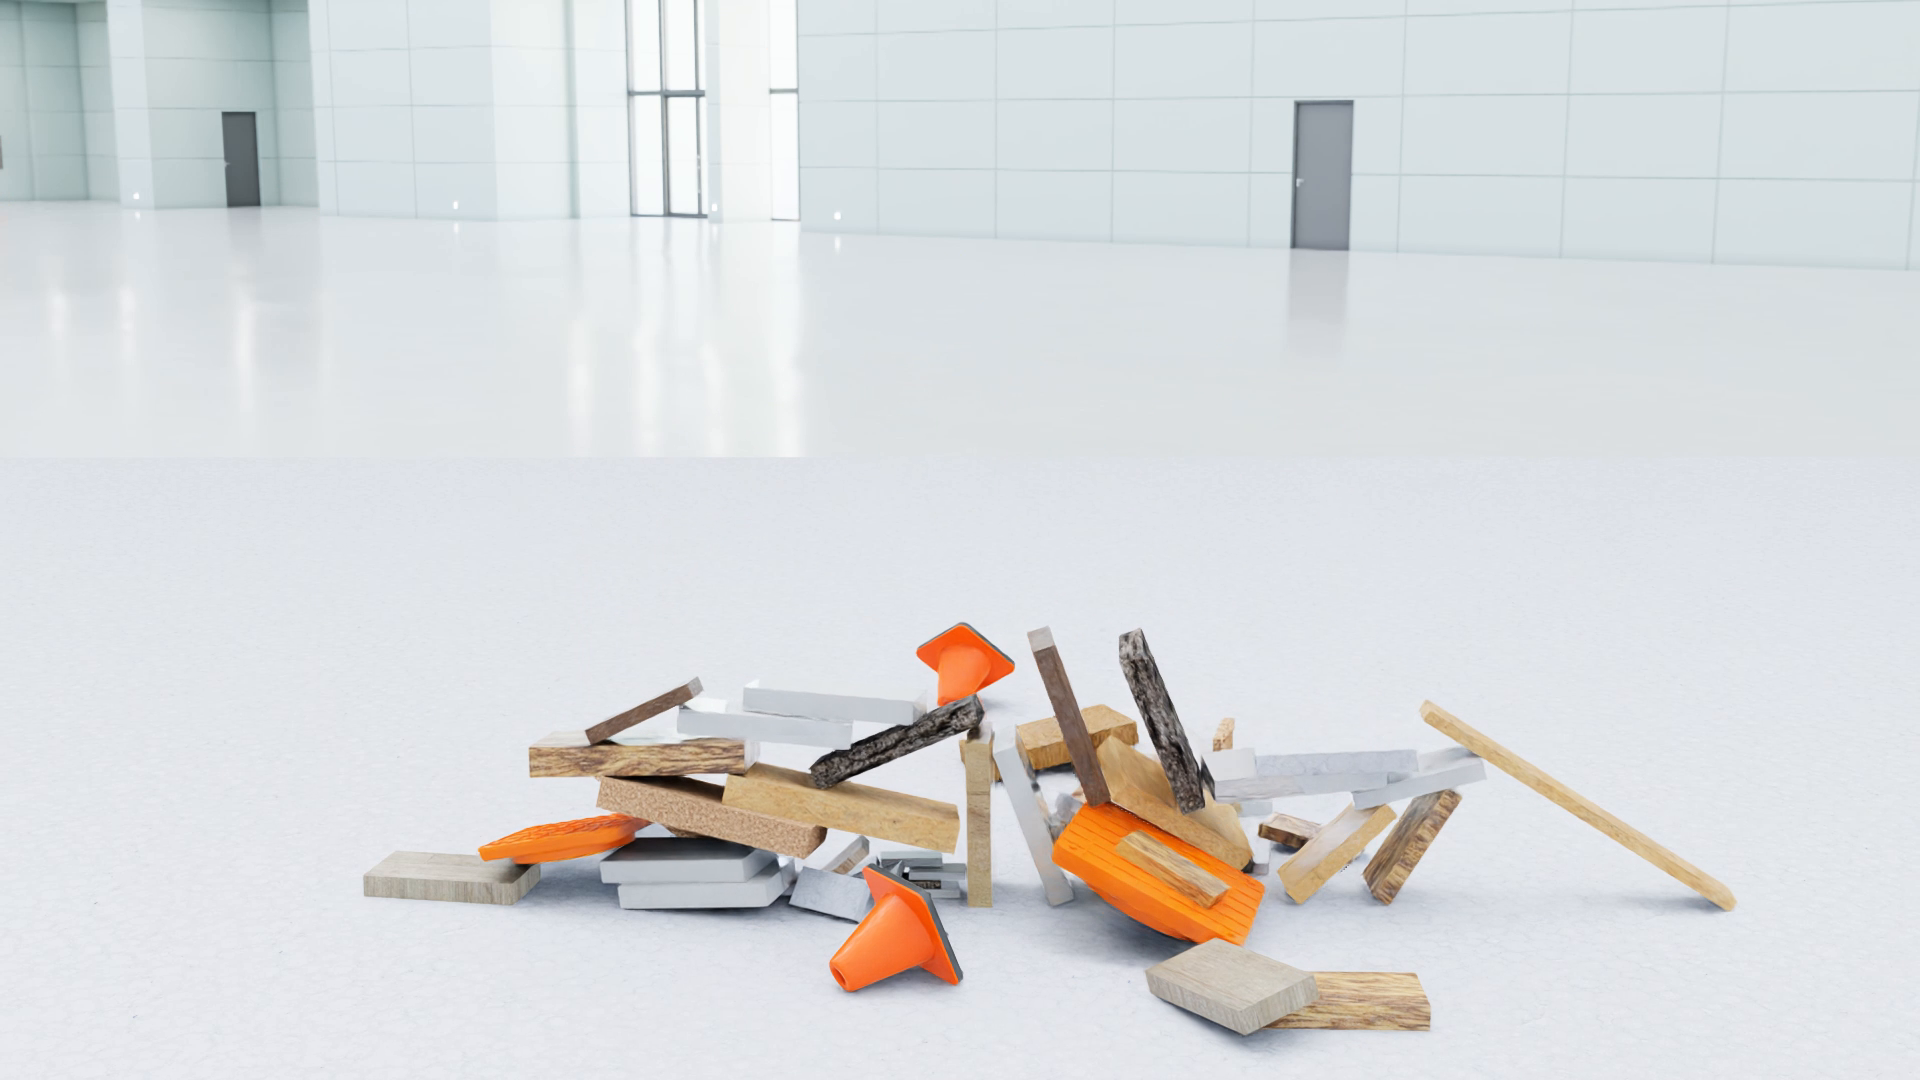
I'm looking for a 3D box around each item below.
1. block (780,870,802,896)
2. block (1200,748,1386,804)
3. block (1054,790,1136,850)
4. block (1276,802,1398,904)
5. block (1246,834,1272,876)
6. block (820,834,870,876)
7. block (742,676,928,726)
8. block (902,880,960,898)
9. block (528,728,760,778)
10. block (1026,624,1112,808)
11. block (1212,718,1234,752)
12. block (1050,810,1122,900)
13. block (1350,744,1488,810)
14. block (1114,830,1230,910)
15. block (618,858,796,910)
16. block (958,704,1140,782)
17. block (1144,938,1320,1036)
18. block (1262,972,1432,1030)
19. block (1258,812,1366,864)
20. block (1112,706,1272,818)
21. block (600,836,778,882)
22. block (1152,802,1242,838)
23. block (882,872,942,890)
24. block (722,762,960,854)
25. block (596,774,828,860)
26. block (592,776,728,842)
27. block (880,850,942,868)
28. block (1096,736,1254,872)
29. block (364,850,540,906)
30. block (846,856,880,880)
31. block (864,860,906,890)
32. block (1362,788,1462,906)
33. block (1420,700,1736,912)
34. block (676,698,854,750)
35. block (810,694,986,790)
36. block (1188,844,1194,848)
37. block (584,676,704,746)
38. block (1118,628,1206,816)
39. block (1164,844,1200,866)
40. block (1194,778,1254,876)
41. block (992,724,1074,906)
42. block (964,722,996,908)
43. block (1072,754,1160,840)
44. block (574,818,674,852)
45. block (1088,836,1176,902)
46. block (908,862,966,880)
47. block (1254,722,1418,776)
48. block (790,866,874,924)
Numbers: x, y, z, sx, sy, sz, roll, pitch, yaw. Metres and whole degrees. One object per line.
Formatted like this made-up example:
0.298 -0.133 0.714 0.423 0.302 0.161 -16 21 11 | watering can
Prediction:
-0.329 0.574 3.660 0.132 0.019 0.066 -5 9 10 | block
0.547 0.378 3.624 0.280 0.040 0.140 -5 14 -2 | block
0.235 0.479 3.675 0.158 0.022 0.079 29 11 -11 | block
0.625 0.505 3.653 0.217 0.031 0.108 -44 9 6 | block
0.502 0.548 3.836 0.076 0.021 0.151 1 11 10 | block
-0.205 0.544 3.637 0.132 0.019 0.066 -41 9 6 | block
-0.205 0.266 3.651 0.283 0.040 0.142 4 5 8 | block
-0.049 0.583 3.671 0.096 0.014 0.048 0 11 -1 | block
-0.518 0.350 3.639 0.352 0.050 0.176 -1 4 3 | block
0.179 0.288 3.613 0.039 0.277 0.139 -20 11 2 | block
0.505 0.401 4.216 0.023 0.081 0.161 2 11 13 | block
0.209 0.523 3.658 0.022 0.158 0.079 -40 7 8 | block
0.750 0.389 3.626 0.217 0.031 0.108 -14 11 6 | block
0.334 0.516 3.449 0.172 0.024 0.086 31 15 20 | block
-0.414 0.564 3.613 0.260 0.037 0.130 -4 10 18 | block
0.177 0.405 4.409 0.322 0.046 0.161 -13 13 -19 | block
0.387 0.636 3.151 0.128 0.036 0.256 -20 11 -23 | block
0.539 0.664 3.172 0.256 0.036 0.128 0 11 2 | block
0.622 0.525 3.885 0.172 0.024 0.086 14 14 25 | block
0.424 0.436 4.374 0.161 0.046 0.639 -3 11 -14 | block
-0.447 0.527 3.630 0.260 0.037 0.130 -4 9 21 | block
0.424 0.498 3.923 0.076 0.021 0.151 -27 5 -43 | block
-0.080 0.569 3.671 0.096 0.014 0.048 0 11 -1 | block
-0.195 0.438 3.637 0.385 0.050 0.176 13 3 -3 | block
-0.402 0.444 3.615 0.352 0.050 0.176 13 3 7 | block
-0.531 0.444 3.803 0.093 0.026 0.442 11 4 -31 | block
-0.082 0.536 3.696 0.104 0.015 0.052 0 6 -3 | block
0.358 0.440 3.673 0.280 0.040 0.140 31 20 -24 | block
-0.851 0.567 3.693 0.260 0.037 0.130 2 11 10 | block
-0.184 0.561 3.675 0.103 0.015 0.052 -24 10 3 | block
-0.145 0.565 3.648 0.104 0.015 0.052 -22 8 14 | block
0.748 0.492 3.648 0.031 0.217 0.108 31 9 -5 | block
1.014 0.435 3.617 0.588 0.021 0.076 32 12 0 | block
-0.321 0.302 3.638 0.283 0.040 0.142 6 4 -4 | block
-0.101 0.332 3.634 0.283 0.040 0.142 -23 0 5 | block
0.451 0.517 3.923 0.081 0.023 0.161 -14 5 11 | block
-0.515 0.279 3.596 0.186 0.026 0.093 -25 2 5 | block
0.331 0.296 3.606 0.040 0.280 0.140 -21 15 9 | block
0.355 0.551 3.815 0.161 0.023 0.081 4 11 21 | block
0.438 0.493 3.806 0.086 0.024 0.220 -2 35 -10 | block
0.122 0.455 3.649 0.039 0.277 0.139 -20 9 5 | block
0.035 0.453 3.646 0.039 0.277 0.139 0 10 4 | block
0.300 0.471 4.042 0.161 0.046 0.322 -3 14 24 | block
-0.581 0.530 3.921 0.186 0.026 0.093 2 11 12 | block
0.287 0.540 3.664 0.158 0.022 0.079 30 10 -4 | block
-0.037 0.554 3.676 0.096 0.014 0.048 0 10 0 | block
0.611 0.342 3.588 0.257 0.036 0.128 -3 14 8 | block
-0.209 0.575 3.572 0.132 0.066 0.019 7 -23 33 | block
